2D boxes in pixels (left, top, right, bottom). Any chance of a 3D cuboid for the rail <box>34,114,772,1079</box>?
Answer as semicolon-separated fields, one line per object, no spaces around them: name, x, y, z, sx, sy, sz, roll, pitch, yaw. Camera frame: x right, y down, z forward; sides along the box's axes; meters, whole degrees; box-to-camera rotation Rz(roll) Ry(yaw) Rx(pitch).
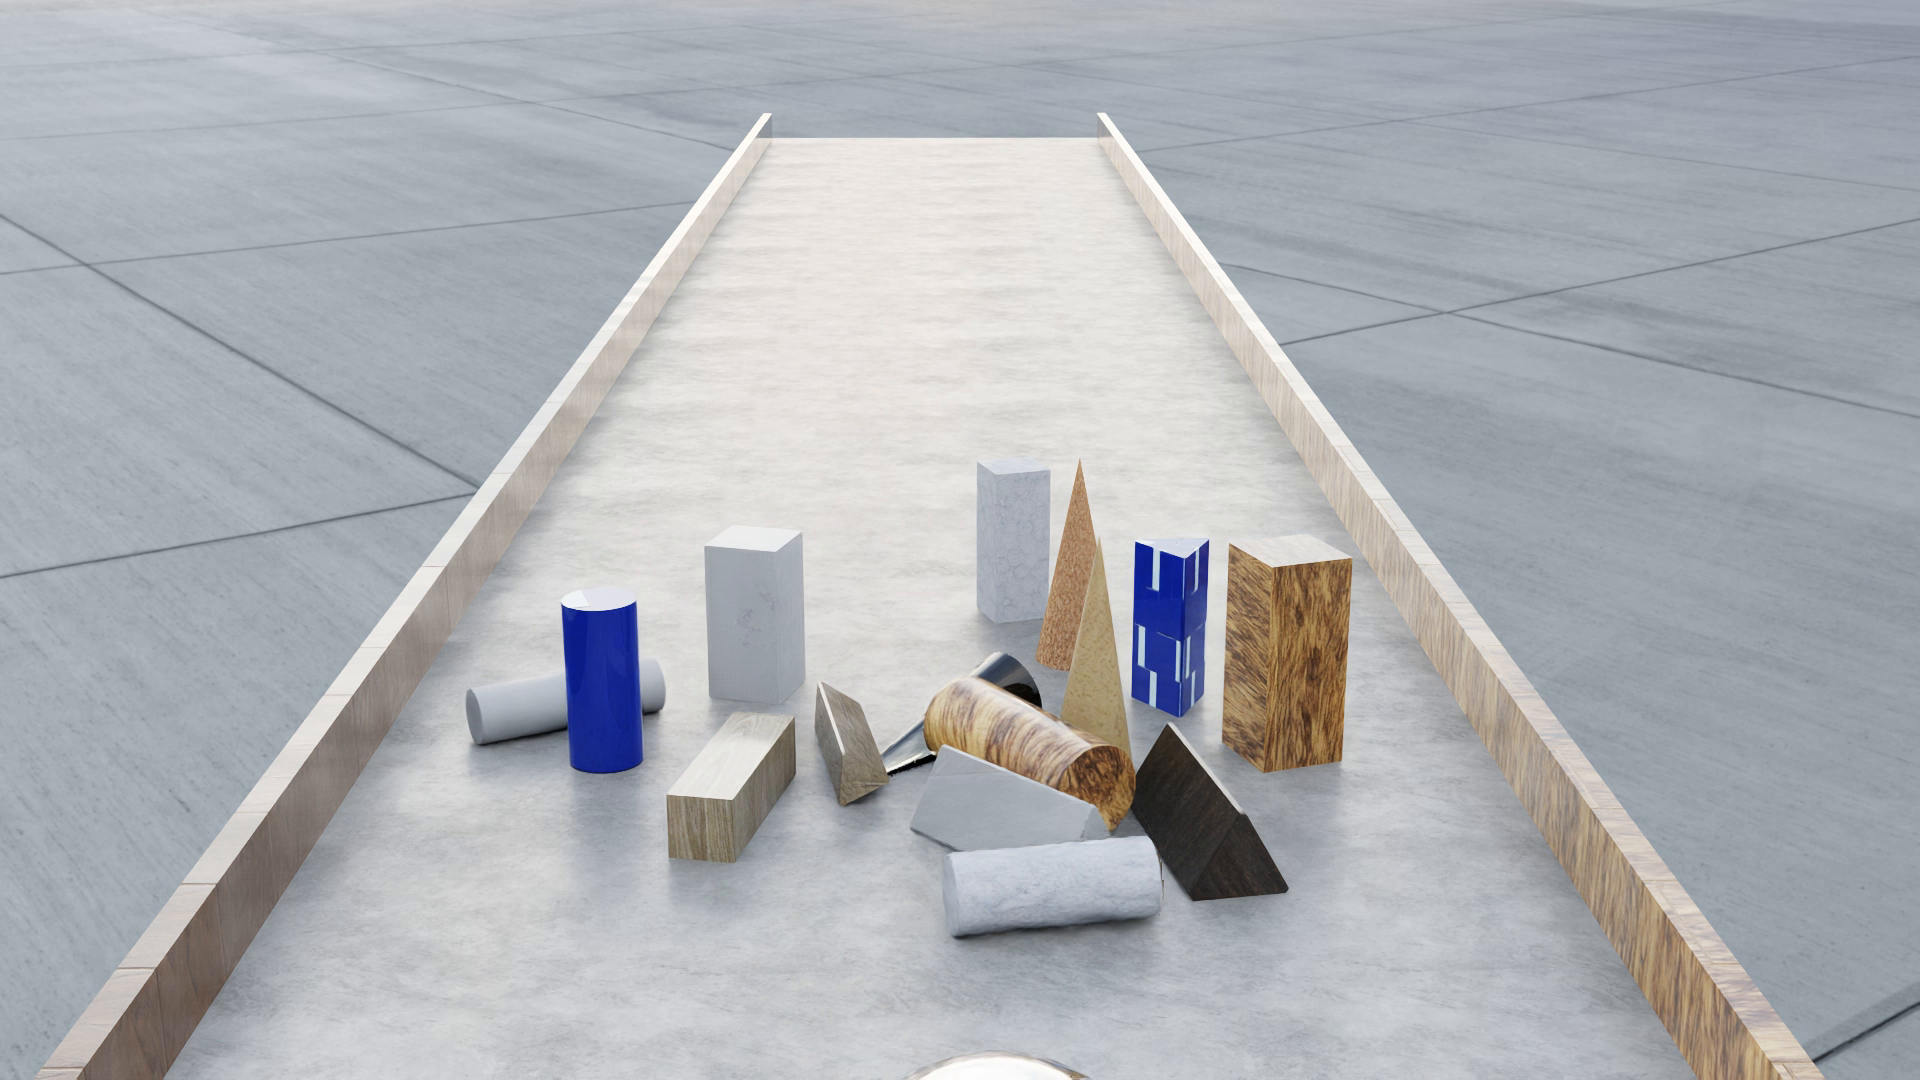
rail;-1.118;-0.838;7.780;0.050;0.150;12.000;0;17;-1

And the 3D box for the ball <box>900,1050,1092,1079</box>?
ball;0.037;0.703;2.215;0.369;0.369;0.369;0;17;0

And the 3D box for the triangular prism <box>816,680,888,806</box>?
triangular prism;-0.210;0.343;3.873;0.093;0.081;0.364;-27;19;-2

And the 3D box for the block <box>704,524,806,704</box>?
block;-0.391;0.142;4.219;0.144;0.303;0.144;5;17;16

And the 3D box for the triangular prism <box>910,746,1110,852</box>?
triangular prism;0.089;0.435;3.525;0.148;0.128;0.345;-14;22;-41

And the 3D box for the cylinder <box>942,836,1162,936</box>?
cylinder;0.136;0.515;3.282;0.307;0.121;0.121;-4;17;-12

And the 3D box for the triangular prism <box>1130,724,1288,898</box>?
triangular prism;0.392;0.426;3.544;0.156;0.135;0.391;-3;17;-11

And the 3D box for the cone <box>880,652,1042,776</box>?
cone;-0.058;0.355;3.898;0.423;0.156;0.156;-27;30;-36

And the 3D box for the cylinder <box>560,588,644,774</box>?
cylinder;-0.628;0.247;3.866;0.131;0.302;0.131;0;17;0

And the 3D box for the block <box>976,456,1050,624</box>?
block;0.112;-0.002;4.663;0.120;0.324;0.120;-6;17;-18

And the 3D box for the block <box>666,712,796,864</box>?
block;-0.376;0.407;3.668;0.109;0.109;0.373;3;17;11

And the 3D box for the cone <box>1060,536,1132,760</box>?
cone;0.234;0.197;3.801;0.150;0.434;0.150;1;17;0

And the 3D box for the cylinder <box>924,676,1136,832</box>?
cylinder;0.112;0.363;3.720;0.163;0.163;0.394;-11;20;-32

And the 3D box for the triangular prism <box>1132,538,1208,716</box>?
triangular prism;0.419;0.156;4.155;0.121;0.312;0.139;-12;20;-34

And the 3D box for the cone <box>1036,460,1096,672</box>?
cone;0.235;0.036;4.371;0.166;0.418;0.166;0;17;0

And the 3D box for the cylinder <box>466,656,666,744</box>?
cylinder;-0.726;0.294;4.058;0.351;0.102;0.102;-9;19;-28

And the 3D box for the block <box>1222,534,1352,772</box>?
block;0.577;0.198;3.897;0.157;0.378;0.157;-6;18;-20

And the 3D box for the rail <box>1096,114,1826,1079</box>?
rail;0.932;-0.844;7.801;0.050;0.150;12.000;0;17;-1
